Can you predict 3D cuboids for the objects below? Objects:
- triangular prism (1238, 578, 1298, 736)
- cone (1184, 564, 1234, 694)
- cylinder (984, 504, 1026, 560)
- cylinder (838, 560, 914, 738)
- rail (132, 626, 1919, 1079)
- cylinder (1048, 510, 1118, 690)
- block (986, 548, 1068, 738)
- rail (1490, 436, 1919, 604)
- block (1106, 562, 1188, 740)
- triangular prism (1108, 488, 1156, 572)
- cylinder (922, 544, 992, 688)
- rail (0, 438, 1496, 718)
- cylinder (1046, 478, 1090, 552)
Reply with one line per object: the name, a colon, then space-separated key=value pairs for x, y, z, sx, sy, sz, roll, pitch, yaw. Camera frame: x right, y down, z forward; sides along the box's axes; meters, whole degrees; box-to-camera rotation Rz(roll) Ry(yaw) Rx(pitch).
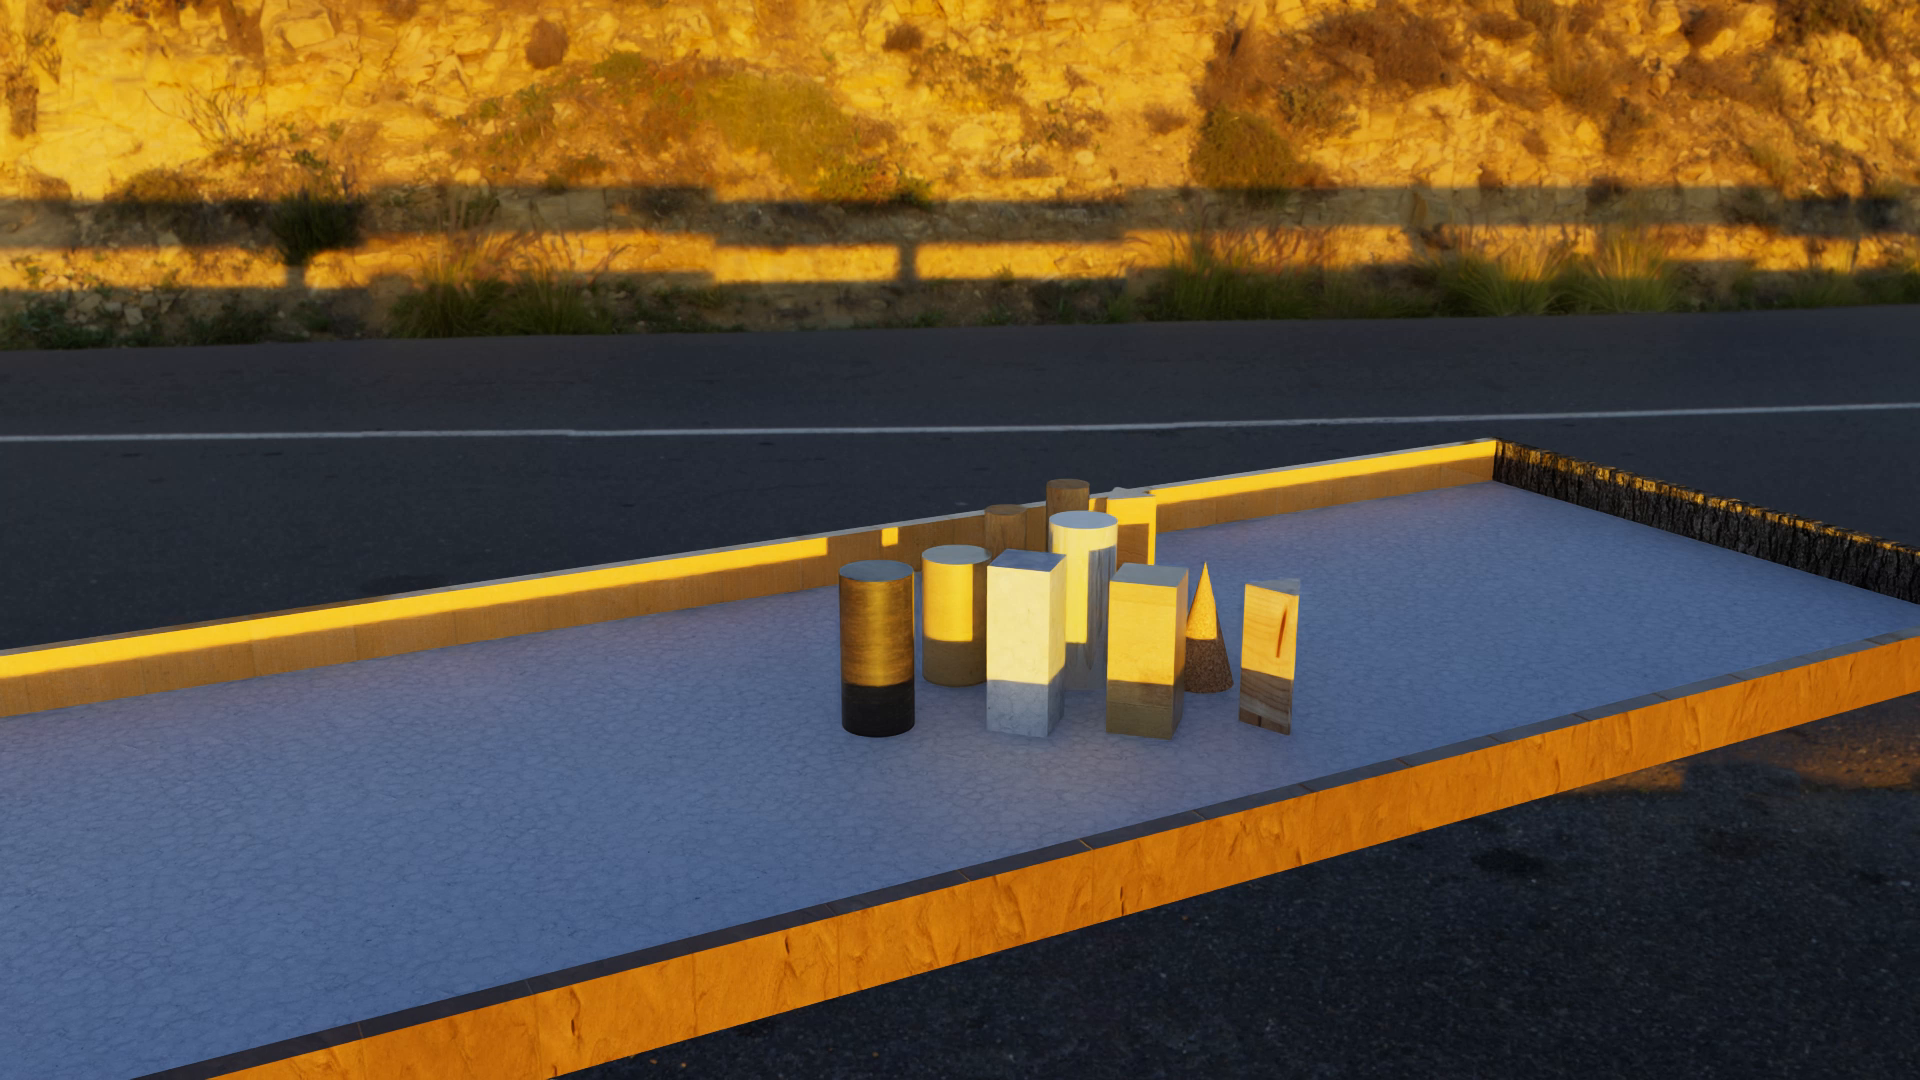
triangular prism: x=0.750 y=0.264 z=3.856 sx=0.138 sy=0.340 sz=0.119 roll=14 pitch=22 yaw=40
cone: x=0.604 y=0.204 z=4.102 sx=0.165 sy=0.314 sz=0.165 roll=0 pitch=16 yaw=0
cylinder: x=0.119 y=0.102 z=4.338 sx=0.109 sy=0.378 sz=0.109 roll=0 pitch=16 yaw=0
cylinder: x=-0.192 y=0.251 z=3.834 sx=0.172 sy=0.377 sz=0.172 roll=0 pitch=16 yaw=0
rail: x=-2.336 y=1.006 z=1.665 sx=12.000 sy=0.150 sz=0.050 roll=-9 pitch=18 yaw=-27
cylinder: x=0.303 y=0.150 z=4.108 sx=0.170 sy=0.416 sz=0.170 roll=0 pitch=16 yaw=0
block: x=0.155 y=0.238 z=3.835 sx=0.147 sy=0.400 sz=0.147 roll=5 pitch=17 yaw=18
rail: x=2.466 y=-0.048 z=5.253 sx=0.050 sy=0.150 sz=2.100 roll=-9 pitch=18 yaw=-27
block: x=0.435 y=0.256 z=3.830 sx=0.153 sy=0.369 sz=0.153 roll=5 pitch=17 yaw=17
triangular prism: x=0.424 y=0.082 z=4.317 sx=0.133 sy=0.428 sz=0.115 roll=-5 pitch=17 yaw=-16
cylinder: x=-0.008 y=0.189 z=4.146 sx=0.175 sy=0.319 sz=0.175 roll=0 pitch=16 yaw=0
rail: x=-3.305 y=0.497 z=3.399 sx=12.000 sy=0.150 sz=0.050 roll=-9 pitch=18 yaw=-27
cylinder: x=0.295 y=0.031 z=4.567 sx=0.119 sy=0.384 sz=0.119 roll=0 pitch=16 yaw=0
